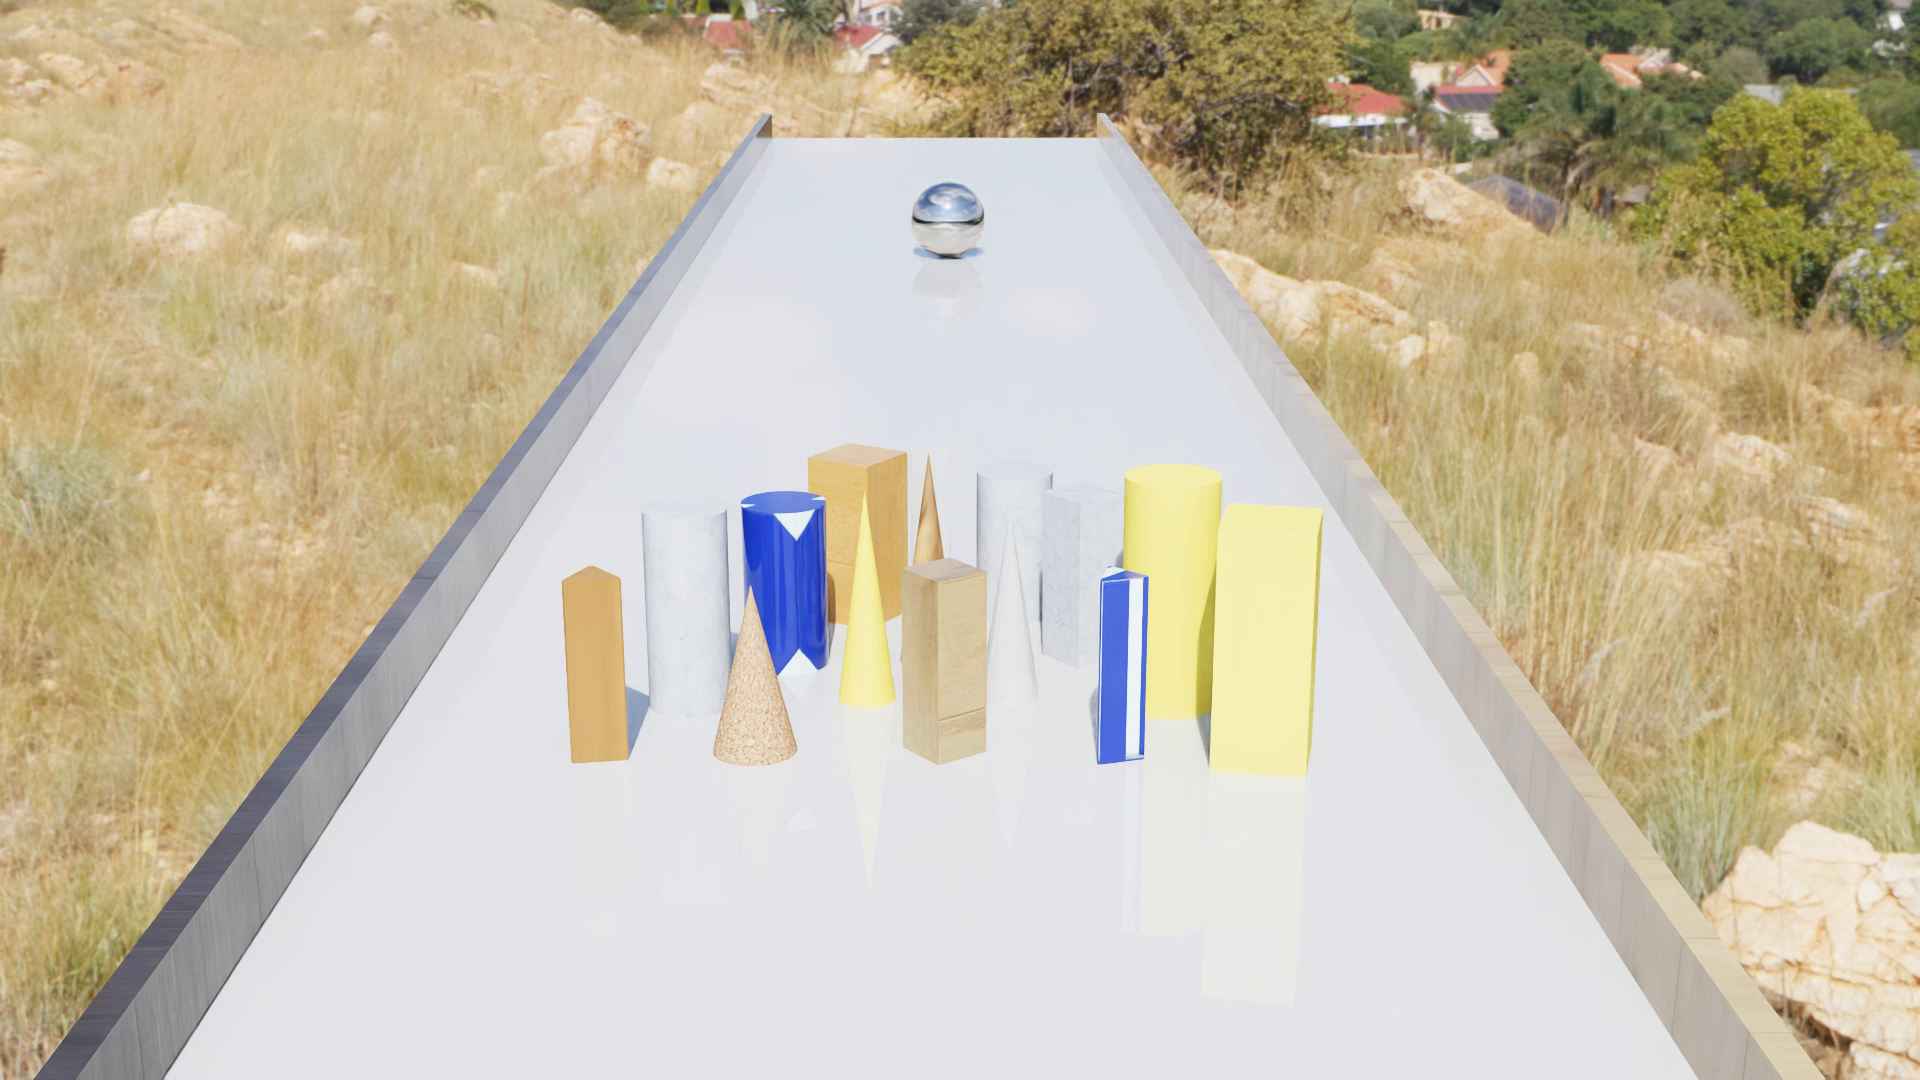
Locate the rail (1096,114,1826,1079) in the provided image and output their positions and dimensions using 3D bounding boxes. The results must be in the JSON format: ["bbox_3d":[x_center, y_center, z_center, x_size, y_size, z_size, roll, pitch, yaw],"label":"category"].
[{"bbox_3d":[0.932,-0.844,7.801,0.050,0.150,12.000,0,17,-1],"label":"rail"}]

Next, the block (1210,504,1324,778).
[{"bbox_3d":[0.538,0.175,3.862,0.167,0.442,0.167,4,17,12],"label":"block"}]

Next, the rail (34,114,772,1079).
[{"bbox_3d":[-1.118,-0.838,7.780,0.050,0.150,12.000,0,17,-1],"label":"rail"}]

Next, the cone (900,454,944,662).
[{"bbox_3d":[-0.061,0.032,4.359,0.120,0.432,0.120,0,17,0],"label":"cone"}]

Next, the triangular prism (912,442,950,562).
[{"bbox_3d":[-0.084,-0.063,4.911,0.095,0.301,0.083,-9,19,-28],"label":"triangular prism"}]

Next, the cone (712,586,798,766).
[{"bbox_3d":[-0.368,0.228,3.912,0.152,0.312,0.152,0,17,0],"label":"cone"}]

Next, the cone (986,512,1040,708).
[{"bbox_3d":[0.094,0.121,4.164,0.117,0.374,0.117,0,17,0],"label":"cone"}]

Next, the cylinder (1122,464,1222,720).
[{"bbox_3d":[0.394,0.096,4.122,0.180,0.446,0.180,0,17,0],"label":"cylinder"}]

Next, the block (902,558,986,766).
[{"bbox_3d":[-0.028,0.215,3.910,0.107,0.339,0.107,-12,21,-36],"label":"block"}]

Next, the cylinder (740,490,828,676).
[{"bbox_3d":[-0.346,0.085,4.360,0.167,0.332,0.167,0,17,0],"label":"cylinder"}]

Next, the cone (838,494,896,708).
[{"bbox_3d":[-0.178,0.105,4.151,0.110,0.412,0.110,0,17,0],"label":"cone"}]

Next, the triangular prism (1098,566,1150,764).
[{"bbox_3d":[0.275,0.220,3.890,0.088,0.341,0.076,-5,17,-17],"label":"triangular prism"}]

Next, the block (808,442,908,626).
[{"bbox_3d":[-0.213,-0.009,4.642,0.150,0.352,0.150,10,19,30],"label":"block"}]

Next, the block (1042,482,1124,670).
[{"bbox_3d":[0.246,0.071,4.391,0.114,0.341,0.114,-12,20,-35],"label":"block"}]

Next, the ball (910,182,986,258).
[{"bbox_3d":[-0.050,-1.338,9.178,0.312,0.312,0.312,0,17,0],"label":"ball"}]

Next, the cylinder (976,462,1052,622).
[{"bbox_3d":[0.115,0.004,4.665,0.160,0.312,0.160,0,17,0],"label":"cylinder"}]

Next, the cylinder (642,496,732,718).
[{"bbox_3d":[-0.511,0.126,4.127,0.158,0.386,0.158,0,17,0],"label":"cylinder"}]

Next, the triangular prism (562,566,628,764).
[{"bbox_3d":[-0.646,0.219,3.897,0.099,0.338,0.086,-3,17,-9],"label":"triangular prism"}]
